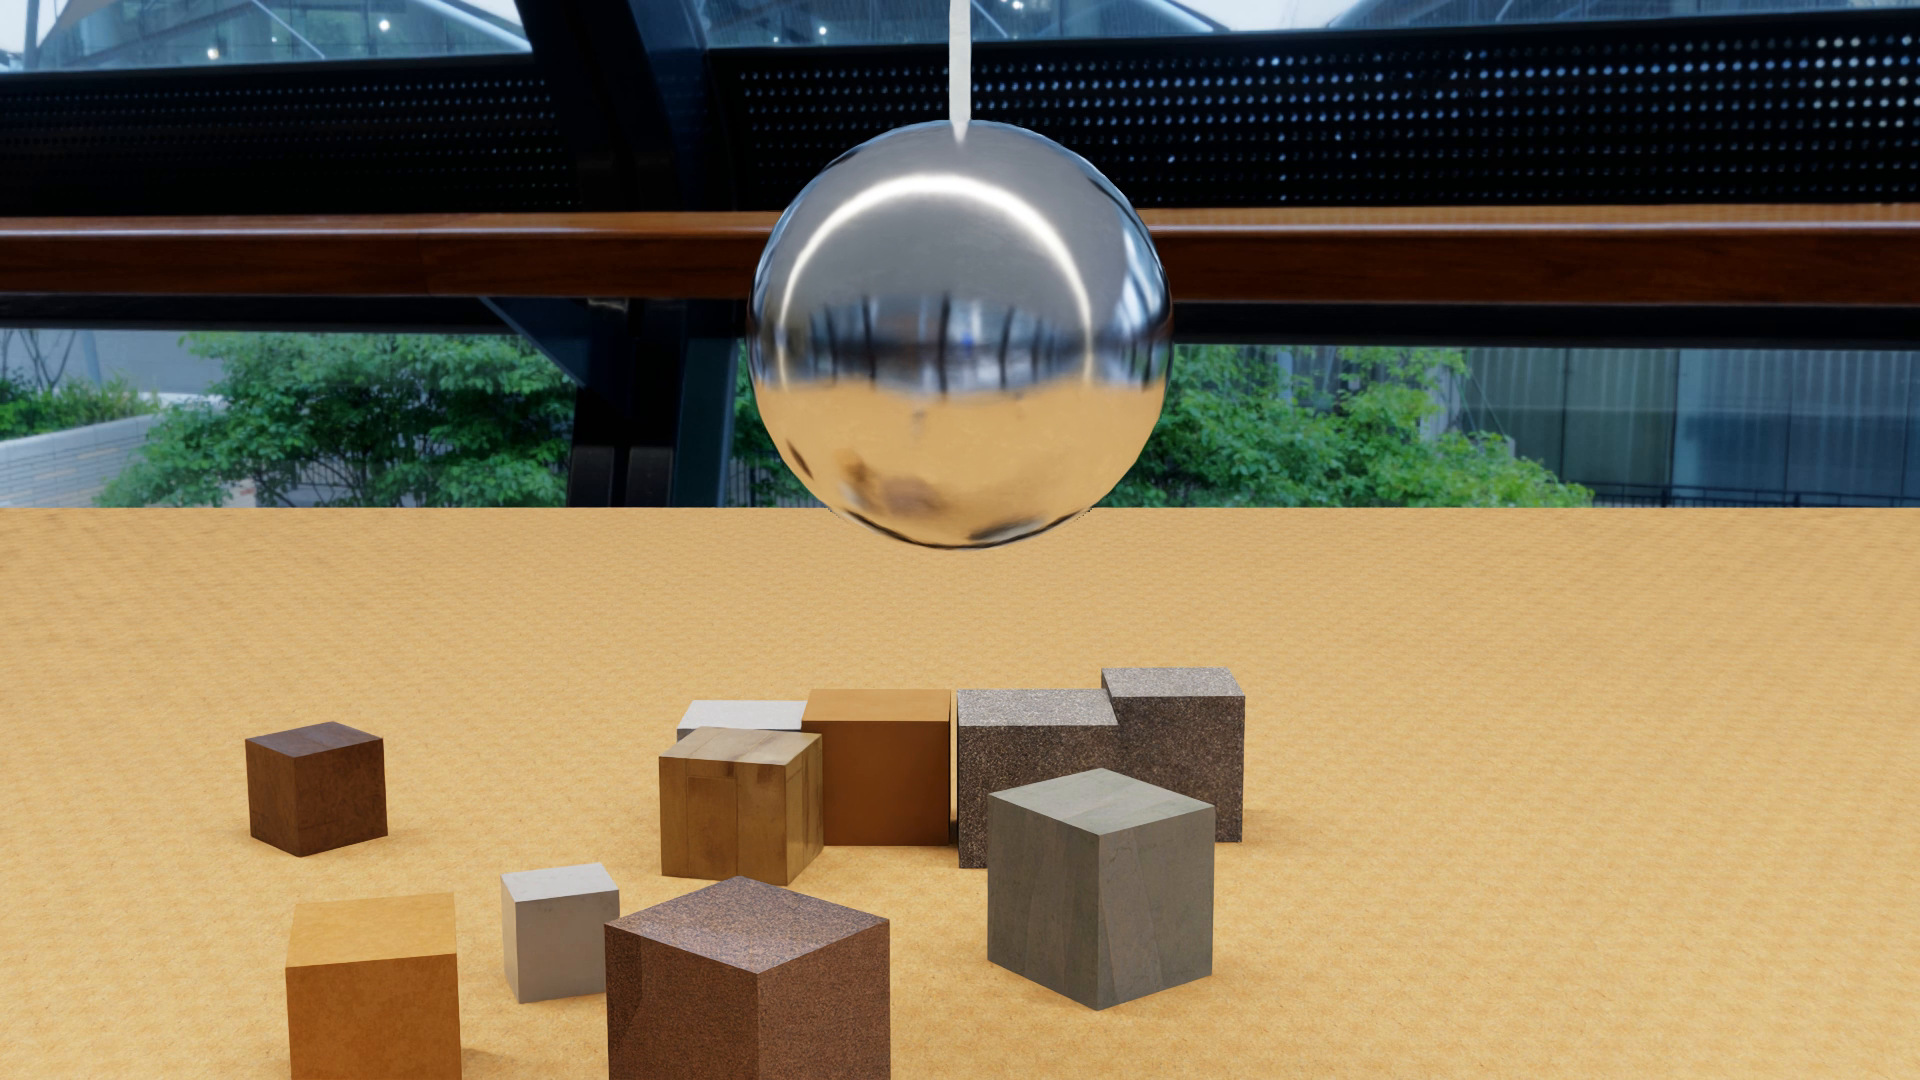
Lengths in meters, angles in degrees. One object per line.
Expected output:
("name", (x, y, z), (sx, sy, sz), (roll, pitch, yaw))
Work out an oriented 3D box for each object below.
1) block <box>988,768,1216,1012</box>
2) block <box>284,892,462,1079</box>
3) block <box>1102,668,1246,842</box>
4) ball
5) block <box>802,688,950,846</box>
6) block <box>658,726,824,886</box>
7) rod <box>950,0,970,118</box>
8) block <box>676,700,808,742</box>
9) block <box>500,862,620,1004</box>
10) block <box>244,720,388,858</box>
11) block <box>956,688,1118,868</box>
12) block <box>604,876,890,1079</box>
("block", (0.596, 1.470, 9.388), (0.650, 0.749, 0.722), (-8, 13, -37))
("block", (-2.167, 1.746, 8.183), (0.589, 0.636, 0.671), (-2, 11, -13))
("block", (1.087, 1.103, 11.367), (0.668, 0.763, 0.615), (0, 10, -1))
("ball", (0.000, -0.754, 8.180), (1.600, 1.600, 1.600), (0, 10, 0))
("block", (-0.420, 1.164, 11.345), (0.736, 0.650, 0.645), (0, 10, 1))
("block", (-1.064, 1.294, 10.776), (0.640, 0.599, 0.571), (3, 11, 14))
("rod", (0.000, -3.993, 9.214), (0.080, 5.200, 0.080), (0, -18, 0))
("block", (-1.109, 1.187, 11.408), (0.625, 0.583, 0.569), (0, 10, 1))
("block", (-1.681, 1.650, 9.261), (0.430, 0.441, 0.373), (-4, 11, -21))
("block", (-3.275, 1.260, 11.195), (0.490, 0.515, 0.497), (10, 14, 43))
("block", (0.374, 1.185, 11.032), (0.769, 0.721, 0.715), (0, 10, -1))
("block", (-0.766, 1.734, 7.992), (0.767, 0.729, 0.683), (8, 13, 38))
